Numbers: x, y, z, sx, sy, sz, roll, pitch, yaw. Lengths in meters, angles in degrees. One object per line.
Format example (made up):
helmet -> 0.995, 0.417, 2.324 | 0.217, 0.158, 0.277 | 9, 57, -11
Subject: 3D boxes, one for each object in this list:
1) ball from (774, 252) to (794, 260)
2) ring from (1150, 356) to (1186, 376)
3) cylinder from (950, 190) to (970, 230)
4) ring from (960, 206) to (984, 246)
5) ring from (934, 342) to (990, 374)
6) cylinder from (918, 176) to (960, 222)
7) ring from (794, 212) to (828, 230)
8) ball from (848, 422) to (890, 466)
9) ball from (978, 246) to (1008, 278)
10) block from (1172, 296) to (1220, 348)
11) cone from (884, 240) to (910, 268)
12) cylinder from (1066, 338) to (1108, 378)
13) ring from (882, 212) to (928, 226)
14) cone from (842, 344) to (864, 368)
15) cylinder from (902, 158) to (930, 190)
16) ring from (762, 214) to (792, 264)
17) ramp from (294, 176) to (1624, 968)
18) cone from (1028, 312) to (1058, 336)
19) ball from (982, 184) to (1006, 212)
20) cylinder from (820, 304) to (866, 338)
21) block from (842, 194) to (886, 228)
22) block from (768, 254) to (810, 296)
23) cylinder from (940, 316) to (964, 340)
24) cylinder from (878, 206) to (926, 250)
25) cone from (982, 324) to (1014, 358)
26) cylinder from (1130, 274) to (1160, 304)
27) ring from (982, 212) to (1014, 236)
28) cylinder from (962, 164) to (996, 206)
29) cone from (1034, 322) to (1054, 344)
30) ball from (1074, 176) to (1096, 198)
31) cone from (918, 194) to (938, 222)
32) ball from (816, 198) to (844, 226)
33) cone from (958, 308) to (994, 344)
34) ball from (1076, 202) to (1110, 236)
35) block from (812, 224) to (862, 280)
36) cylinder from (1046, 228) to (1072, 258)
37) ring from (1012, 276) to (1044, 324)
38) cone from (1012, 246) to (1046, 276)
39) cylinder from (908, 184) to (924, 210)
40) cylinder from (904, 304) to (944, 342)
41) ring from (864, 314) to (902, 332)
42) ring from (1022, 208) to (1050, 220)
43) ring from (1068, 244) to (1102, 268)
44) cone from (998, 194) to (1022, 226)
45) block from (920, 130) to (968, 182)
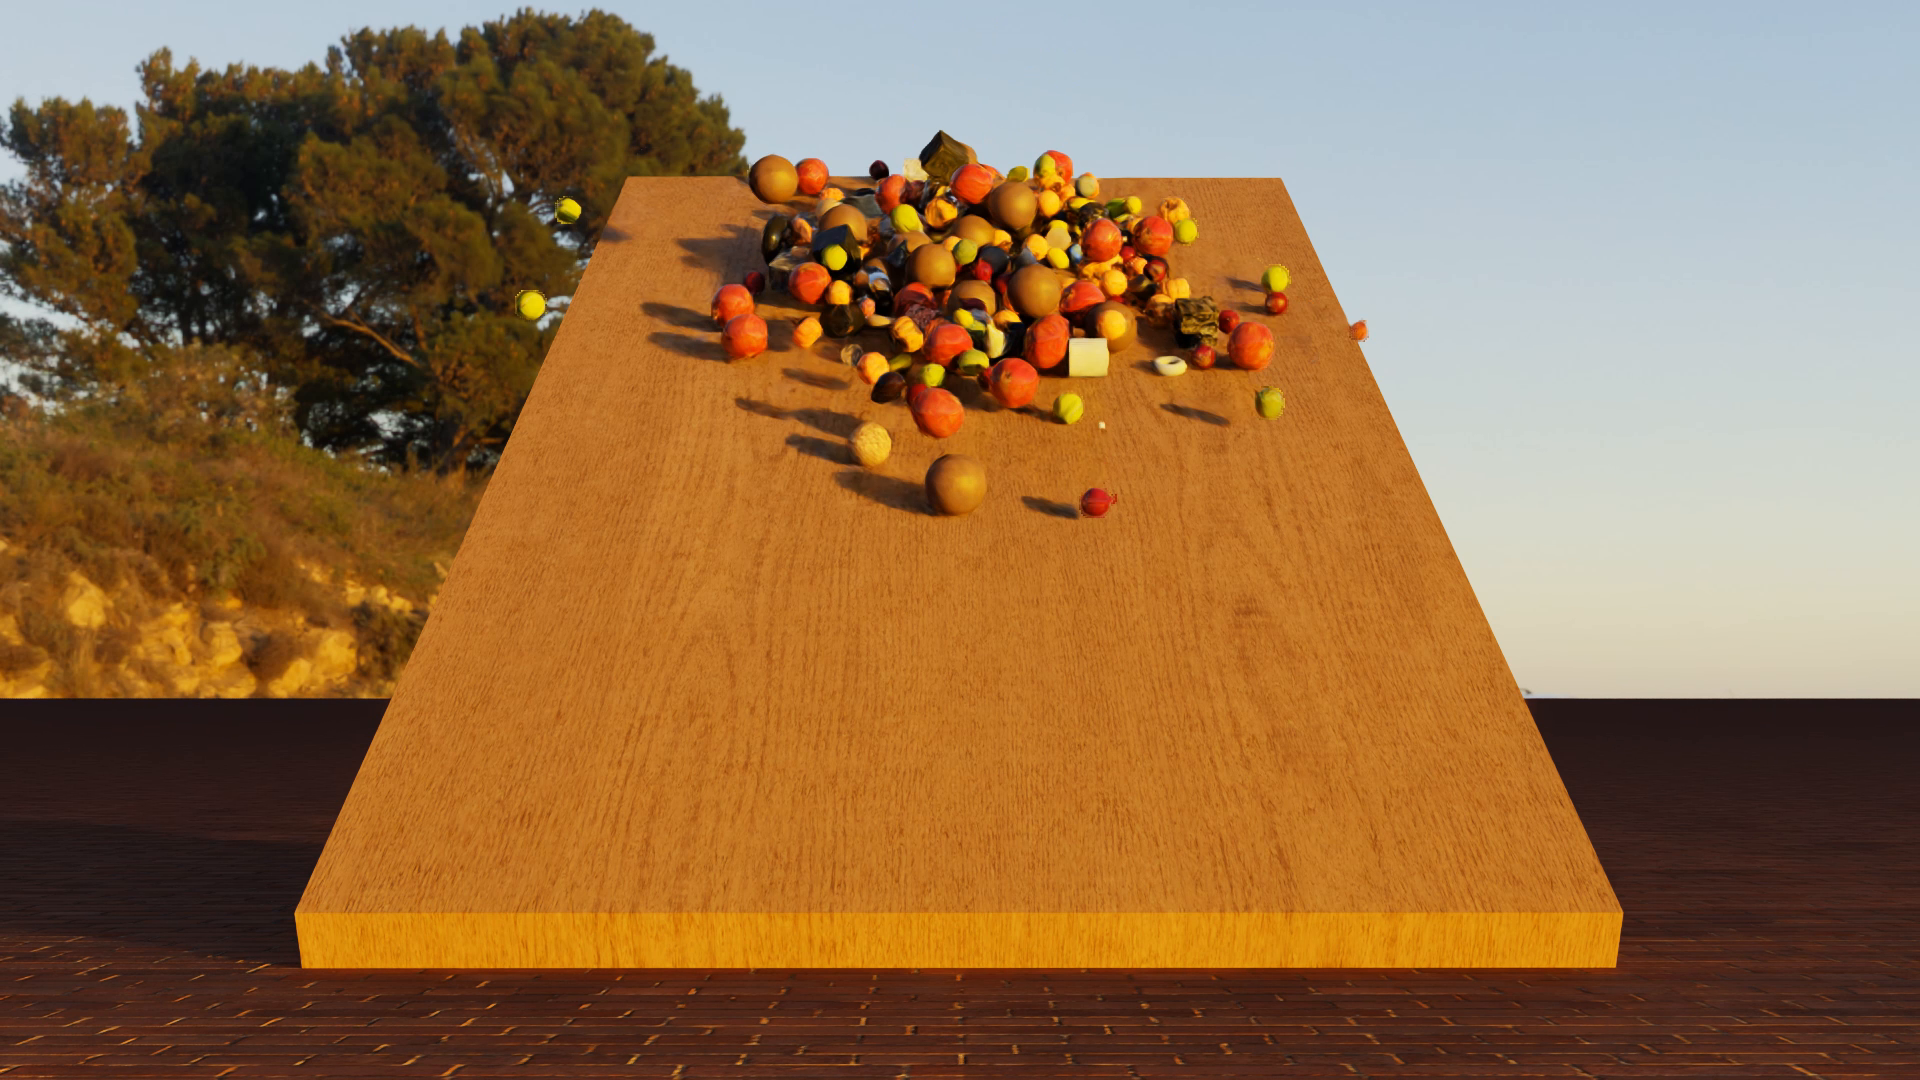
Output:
ball -> -0.467, -0.738, 6.259 | 0.067, 0.067, 0.067 | 0, -4, 0
ring -> 0.501, -0.417, 5.613 | 0.086, 0.029, 0.086 | -1, 26, 0
cylinder -> 0.005, -0.928, 6.571 | 0.080, 0.080, 0.080 | -18, -36, -14
ring -> 0.033, -0.876, 6.495 | 0.039, 0.118, 0.118 | 18, 2, 18
ring -> 0.004, -0.438, 5.635 | 0.137, 0.046, 0.137 | 0, 29, 0
cylinder -> -0.059, -0.945, 6.477 | 0.096, 0.096, 0.096 | 16, 18, -5
ring -> -0.421, -0.911, 6.672 | 0.108, 0.036, 0.108 | -1, 24, 0
ball -> -0.197, -0.207, 5.073 | 0.094, 0.094, 0.094 | 0, -4, 0
ball -> 0.088, -0.740, 6.218 | 0.083, 0.083, 0.083 | 0, -4, 0
block -> 0.584, -0.540, 5.791 | 0.092, 0.092, 0.092 | -3, 31, -7
cone -> -0.149, -0.739, 5.977 | 0.068, 0.068, 0.068 | 19, 17, -6
cylinder -> 0.302, -0.434, 5.570 | 0.093, 0.093, 0.093 | -1, -4, -2
ring -> -0.153, -0.882, 6.474 | 0.131, 0.044, 0.131 | 1, 13, 0
cone -> -0.253, -0.445, 5.671 | 0.058, 0.058, 0.058 | -1, -3, 14
cylinder -> -0.116, -1.095, 7.003 | 0.094, 0.094, 0.094 | 5, -2, 13
ring -> -0.494, -0.807, 6.314 | 0.049, 0.147, 0.147 | 9, -1, 16
ramp -> -0.009, -0.229, 5.354 | 2.000, 0.100, 4.000 | 0, 25, 0
cone -> 0.196, -0.525, 5.841 | 0.071, 0.071, 0.071 | -29, -6, 3
ball -> 0.088, -0.975, 6.658 | 0.085, 0.085, 0.085 | 0, -4, 0
cylinder -> -0.289, -0.539, 5.739 | 0.083, 0.083, 0.083 | -2, 7, 26
block -> -0.271, -0.935, 6.644 | 0.084, 0.084, 0.084 | -16, 13, -32
block -> -0.449, -0.696, 6.139 | 0.075, 0.075, 0.075 | 23, 43, 34
cylinder -> -0.014, -0.527, 5.803 | 0.053, 0.053, 0.053 | 15, 2, 21
cylinder -> -0.156, -0.845, 6.341 | 0.091, 0.091, 0.091 | -25, -17, 31
cone -> 0.078, -0.491, 5.584 | 0.078, 0.078, 0.078 | -2, -38, 24
cylinder -> 0.478, -0.648, 6.042 | 0.057, 0.057, 0.057 | 33, -20, -27
ring -> 0.092, -0.900, 6.644 | 0.123, 0.041, 0.123 | 2, 28, -1
cylinder -> 0.051, -0.985, 6.488 | 0.093, 0.093, 0.093 | 1, 24, -1
cone -> 0.219, -0.512, 5.800 | 0.054, 0.054, 0.054 | -2, 1, 34
ball -> 0.349, -0.988, 6.533 | 0.062, 0.062, 0.062 | 0, -4, 0
cone -> -0.068, -0.954, 6.630 | 0.097, 0.097, 0.097 | 0, 6, -5
ball -> -0.357, -0.897, 6.401 | 0.078, 0.078, 0.078 | 0, -4, 0
cone -> 0.048, -0.529, 5.689 | 0.090, 0.090, 0.090 | 1, -8, -10
ball -> 0.364, -0.877, 6.386 | 0.093, 0.093, 0.093 | 0, -4, 0
block -> -0.322, -0.756, 6.135 | 0.093, 0.093, 0.093 | -15, 36, 16
cylinder -> 0.271, -0.810, 6.370 | 0.068, 0.068, 0.068 | -1, -10, 9
ring -> 0.170, -0.608, 5.910 | 0.043, 0.129, 0.129 | 15, -10, -23
cone -> 0.193, -0.715, 6.141 | 0.082, 0.082, 0.082 | 32, 3, 12
cylinder -> -0.084, -0.983, 6.745 | 0.091, 0.091, 0.091 | 4, 2, -45
cylinder -> -0.087, -0.539, 5.810 | 0.077, 0.077, 0.077 | 20, 7, 30
ring -> -0.199, -0.546, 5.859 | 0.106, 0.035, 0.106 | 7, 6, -1
ring -> 0.220, -0.939, 6.729 | 0.078, 0.026, 0.078 | -4, 21, 2
ring -> 0.341, -0.772, 6.347 | 0.097, 0.097, 0.032 | 0, -48, -8
cone -> 0.141, -0.956, 6.706 | 0.085, 0.085, 0.085 | 3, 30, -2
block -> -0.045, -1.087, 6.660 | 0.097, 0.097, 0.097 | 32, 26, -24
